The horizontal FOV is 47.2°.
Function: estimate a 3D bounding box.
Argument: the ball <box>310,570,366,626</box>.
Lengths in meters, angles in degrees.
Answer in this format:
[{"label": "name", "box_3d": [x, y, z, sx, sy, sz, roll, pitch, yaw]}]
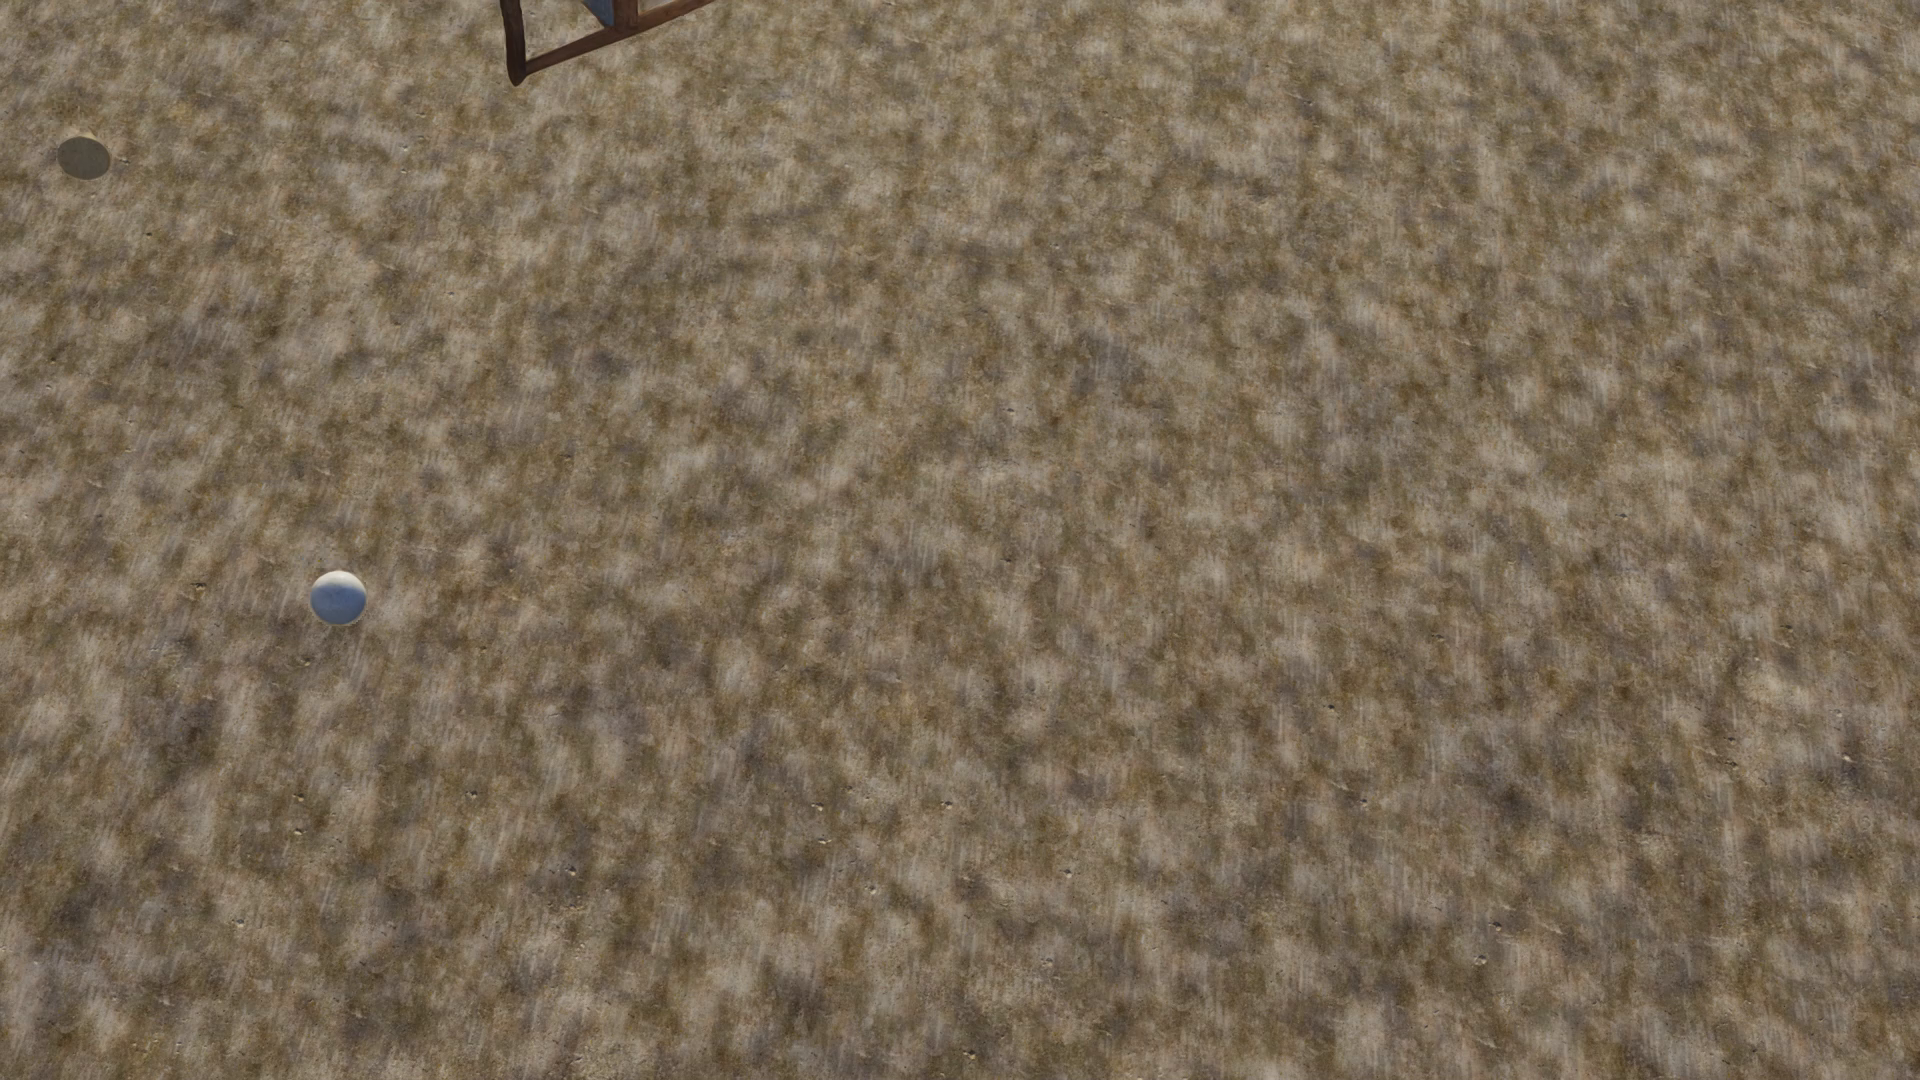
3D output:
[{"label": "ball", "box_3d": [-0.999, 0.093, 3.535, 0.088, 0.088, 0.088, 0, 56, 0]}]
